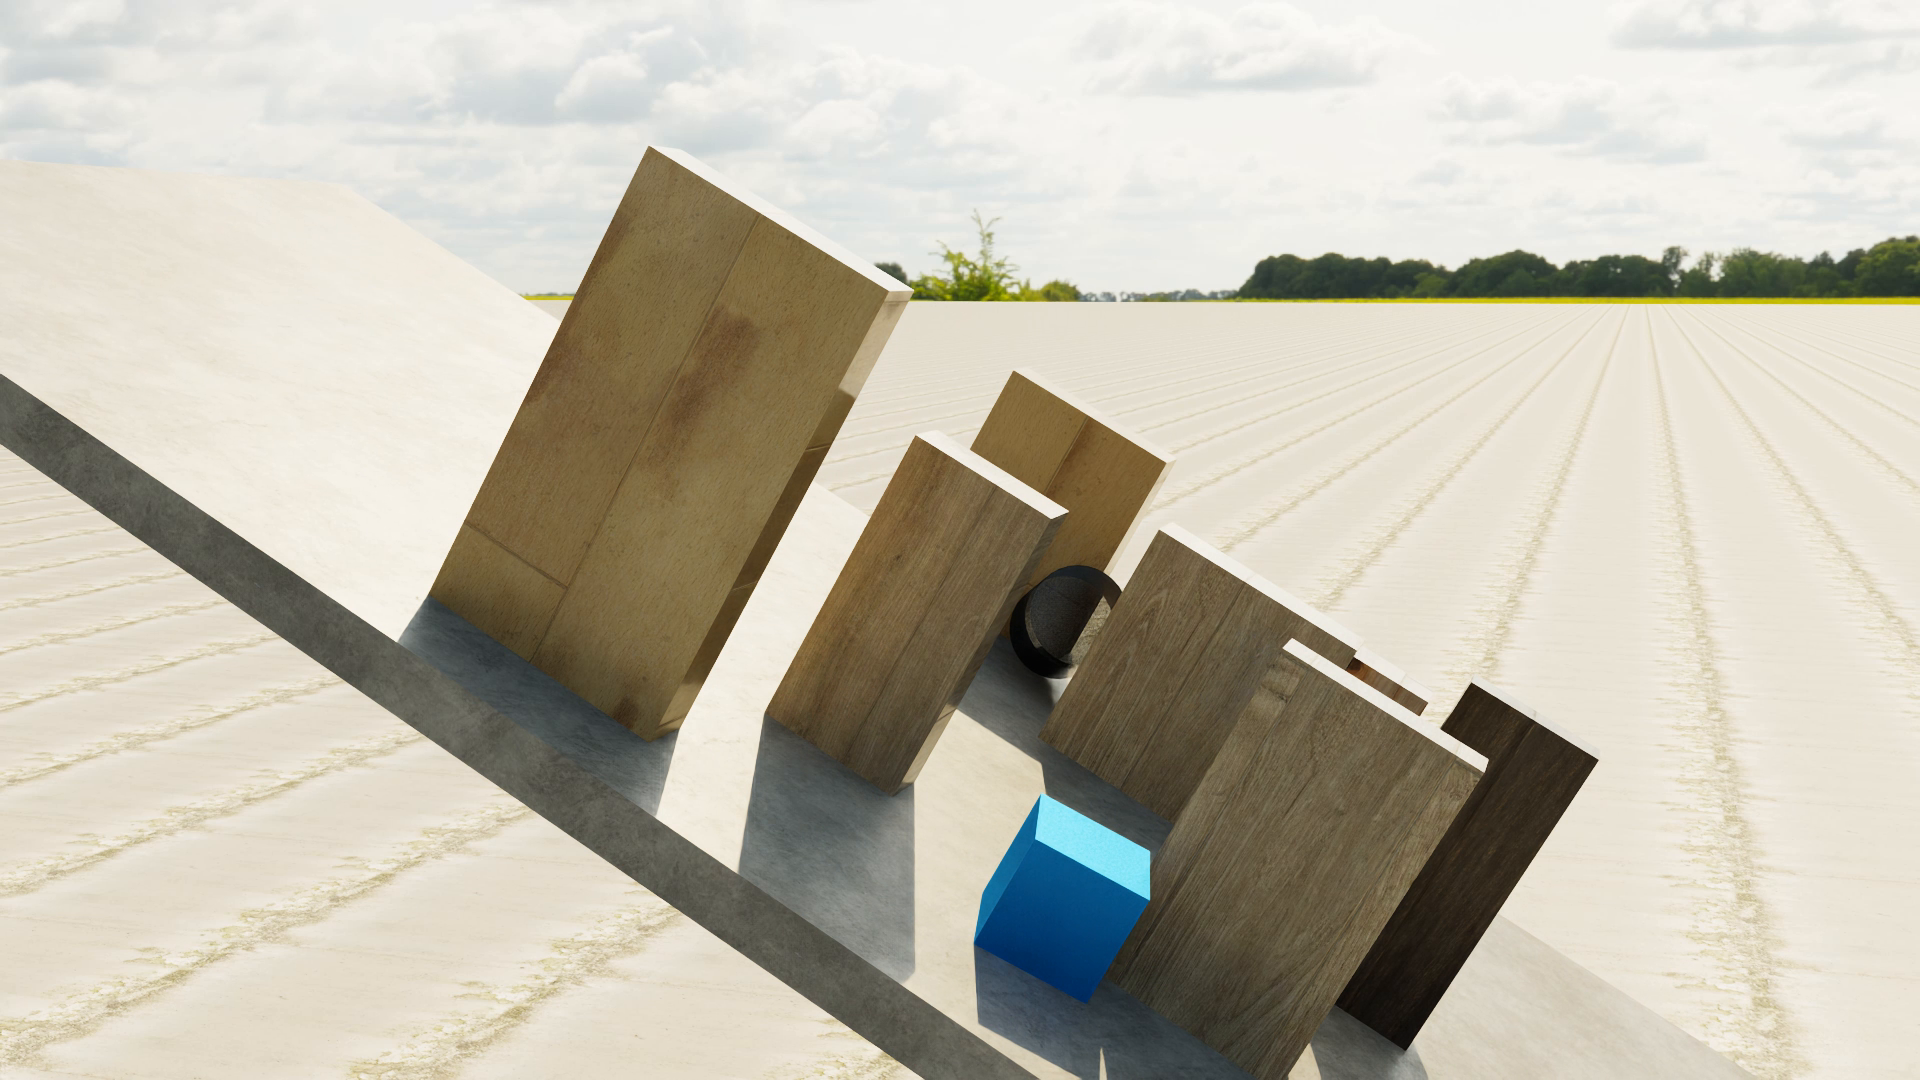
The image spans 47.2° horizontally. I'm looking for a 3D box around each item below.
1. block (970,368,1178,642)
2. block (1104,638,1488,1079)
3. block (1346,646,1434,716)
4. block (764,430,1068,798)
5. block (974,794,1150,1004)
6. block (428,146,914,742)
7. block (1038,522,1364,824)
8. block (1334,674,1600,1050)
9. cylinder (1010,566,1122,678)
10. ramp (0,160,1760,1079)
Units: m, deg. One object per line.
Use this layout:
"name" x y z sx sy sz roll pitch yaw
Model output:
"block" 0.172 -0.053 4.829 0.390 0.518 0.114 32 15 11
"block" 0.502 0.502 3.397 0.346 0.601 0.094 32 15 11
"block" 0.680 0.384 4.506 0.407 0.418 0.136 32 15 11
"block" -0.075 0.122 3.694 0.265 0.550 0.116 32 15 11
"block" 0.160 0.551 3.396 0.195 0.195 0.195 29 14 -3
"block" -0.454 -0.144 3.384 0.435 0.796 0.116 32 15 11
"block" 0.467 0.291 4.289 0.439 0.484 0.127 32 15 11
"block" 0.830 0.558 3.801 0.243 0.615 0.081 32 15 11
"cylinder" 0.228 0.175 4.628 0.210 0.210 0.210 -1 -11 -11
"ramp" -0.191 0.314 4.131 4.000 0.100 2.000 32 15 11
